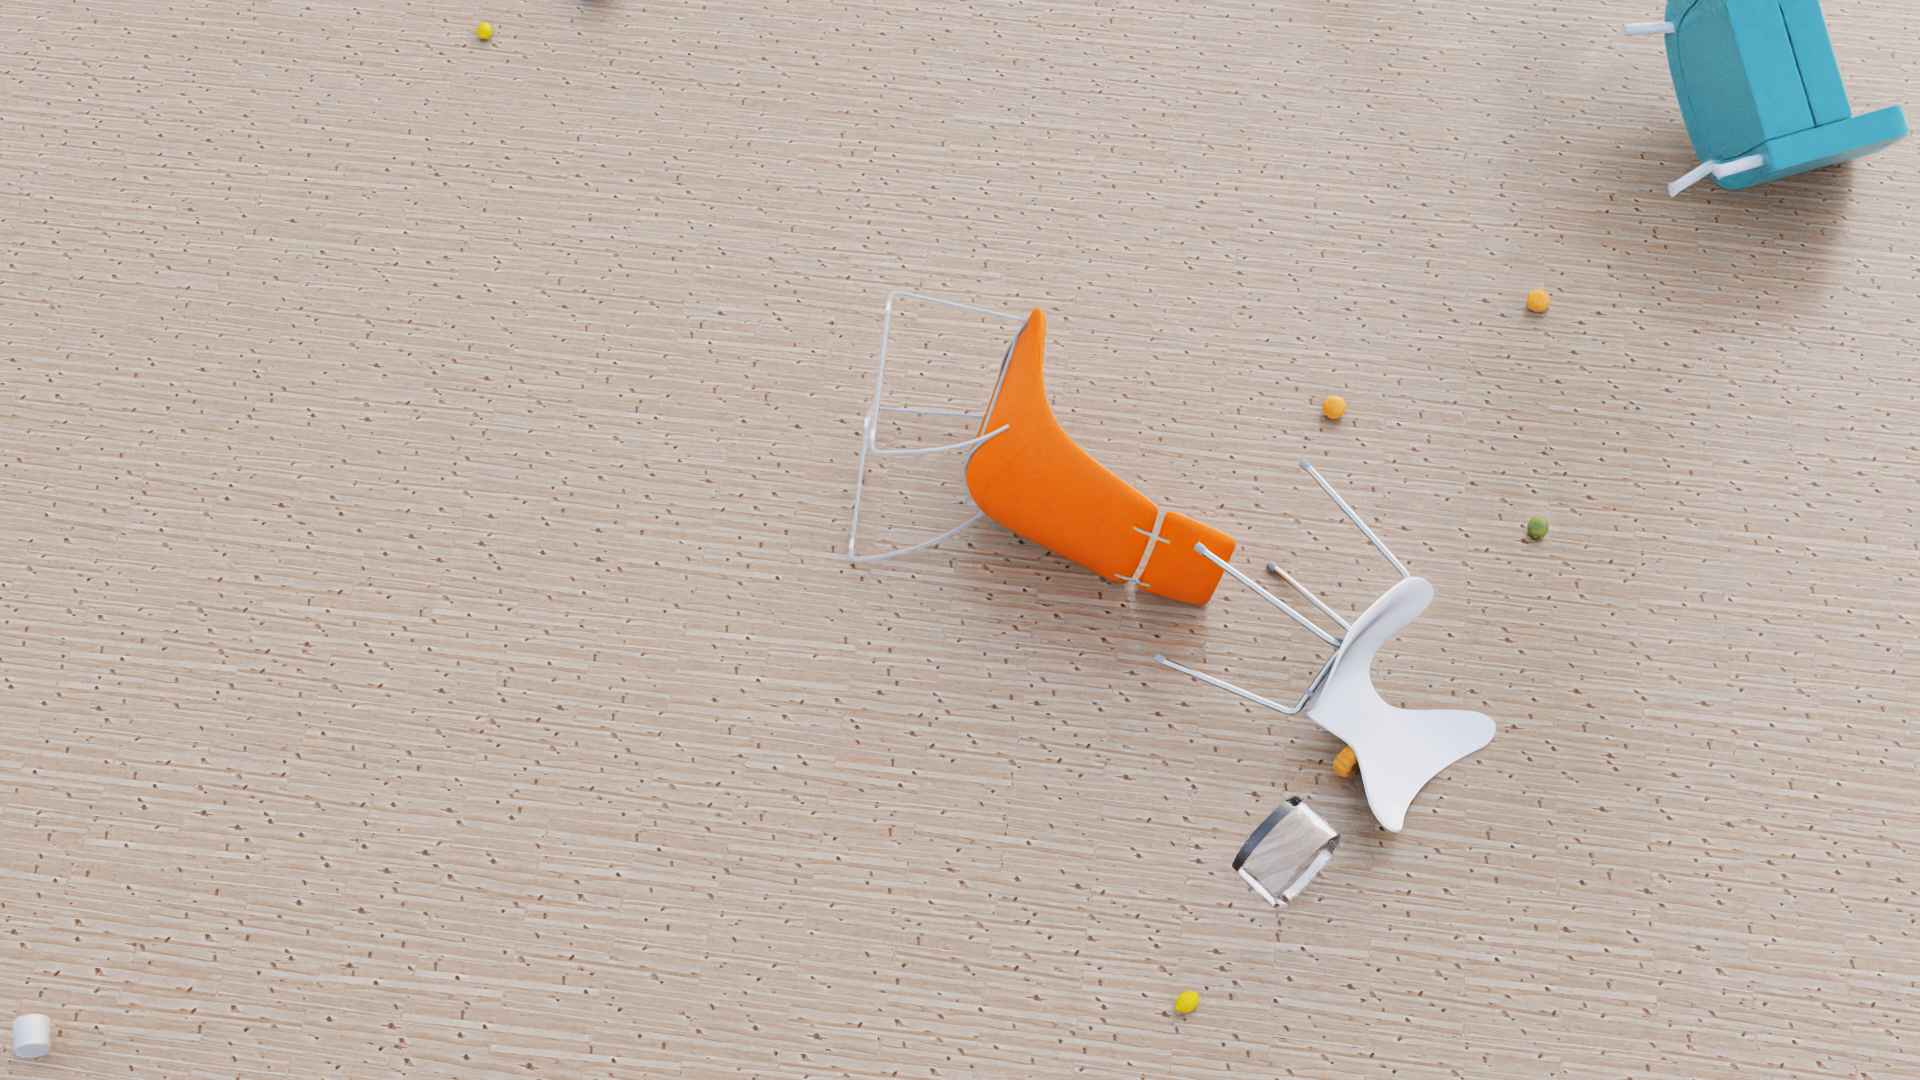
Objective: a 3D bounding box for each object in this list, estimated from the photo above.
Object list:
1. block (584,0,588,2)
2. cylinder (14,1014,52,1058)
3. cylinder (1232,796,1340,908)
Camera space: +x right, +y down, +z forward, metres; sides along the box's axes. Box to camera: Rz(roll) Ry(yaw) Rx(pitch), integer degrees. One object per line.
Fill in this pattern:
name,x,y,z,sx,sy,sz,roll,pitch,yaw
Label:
block,-1.311,-2.033,7.875,0.123,0.105,0.157,-17,58,-11
cylinder,-2.389,1.277,5.664,0.080,0.090,0.082,-30,56,17
cylinder,0.872,0.834,5.877,0.151,0.219,0.260,42,94,24
